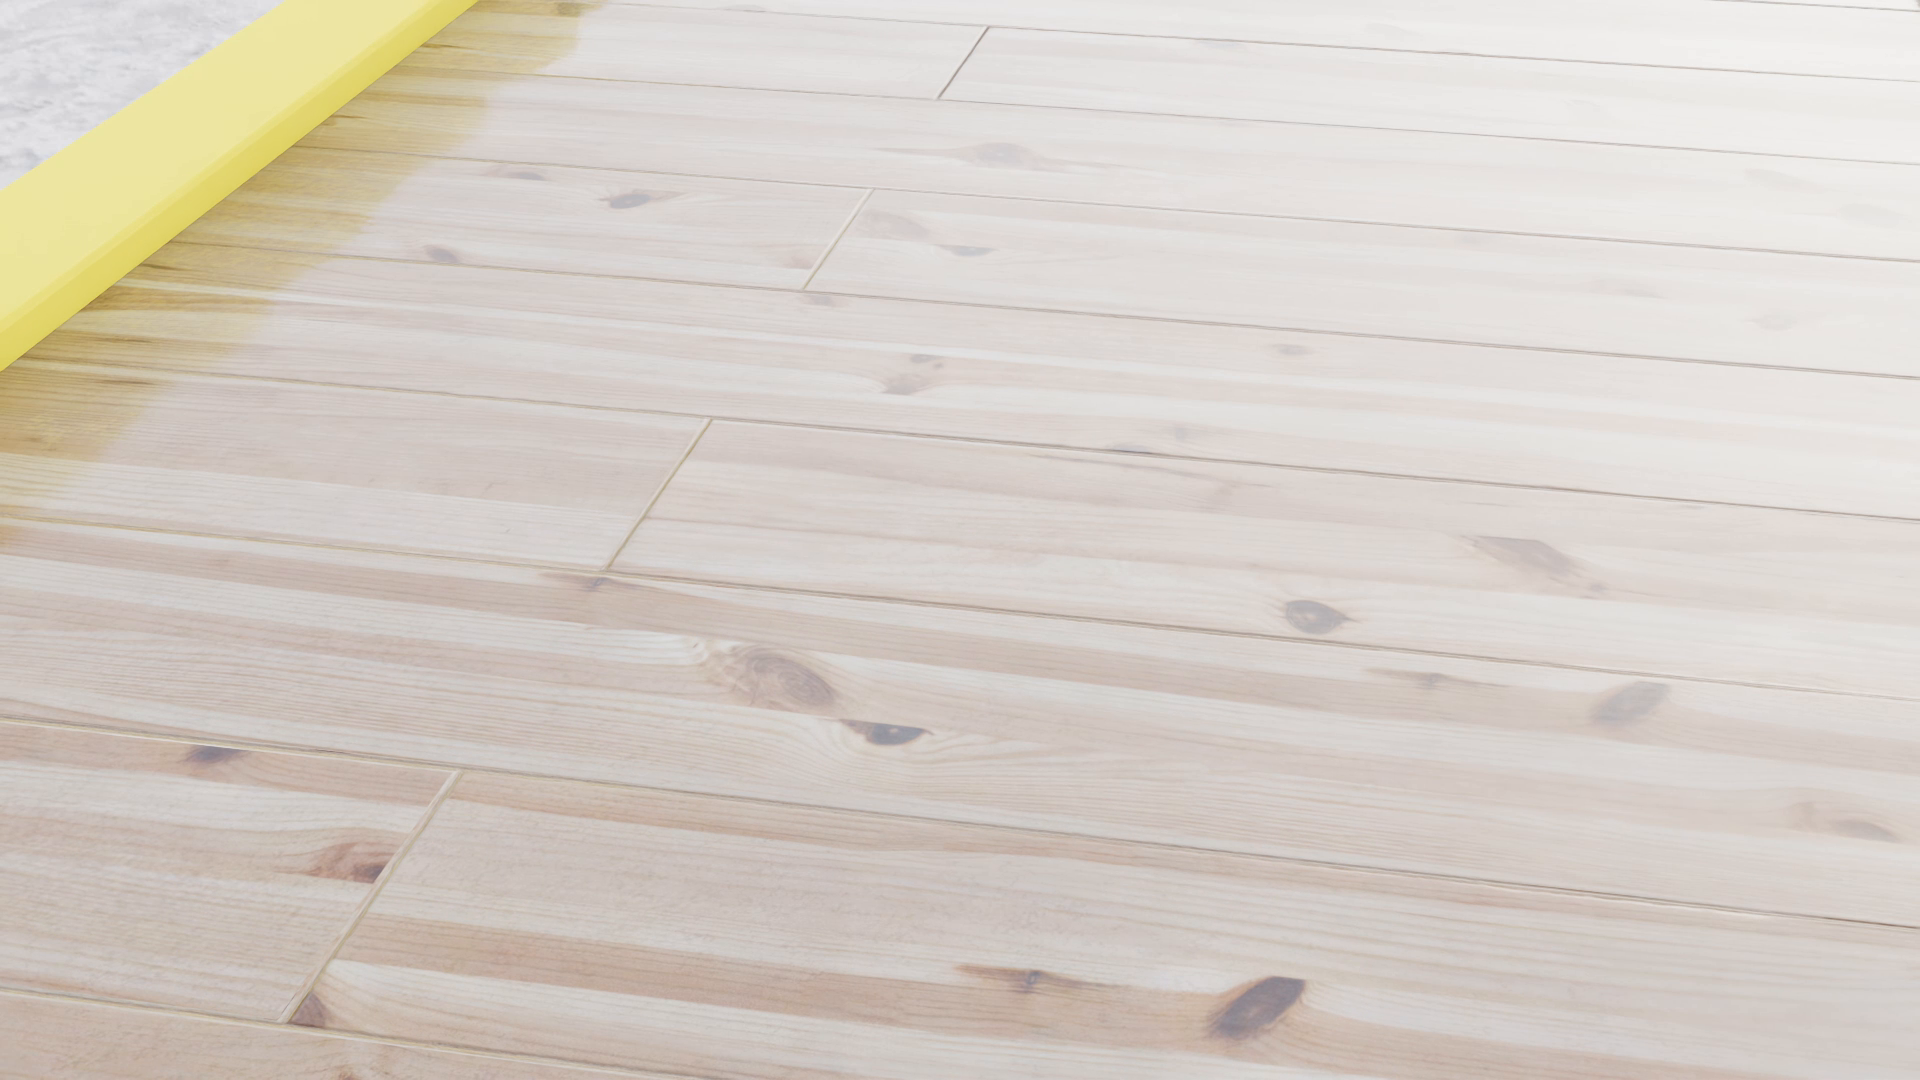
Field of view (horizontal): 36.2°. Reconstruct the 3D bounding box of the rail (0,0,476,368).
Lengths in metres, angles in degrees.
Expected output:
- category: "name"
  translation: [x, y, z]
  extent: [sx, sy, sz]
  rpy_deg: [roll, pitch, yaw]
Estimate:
- category: "rail"
  translation: [-0.577, -0.412, 2.609]
  extent: [0.045, 0.126, 2.980]
  rpy_deg: [5, 27, 11]
